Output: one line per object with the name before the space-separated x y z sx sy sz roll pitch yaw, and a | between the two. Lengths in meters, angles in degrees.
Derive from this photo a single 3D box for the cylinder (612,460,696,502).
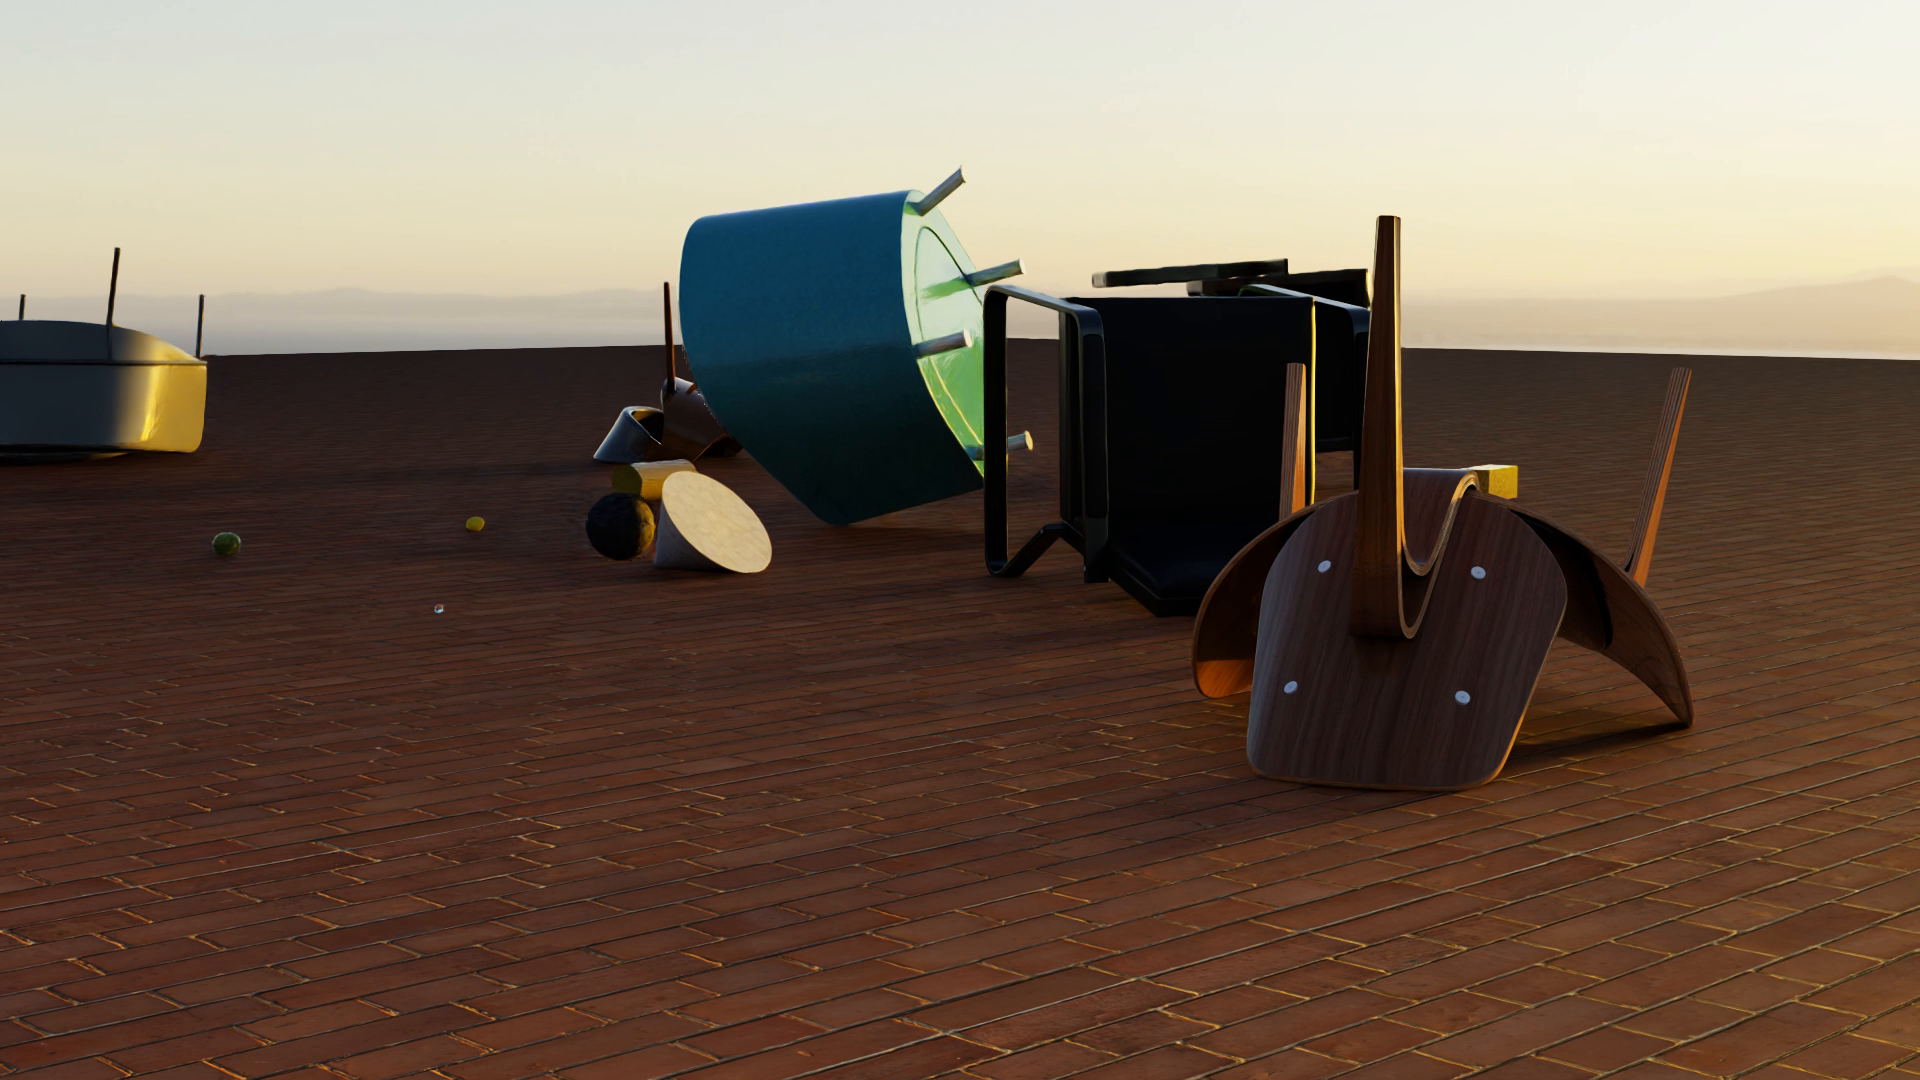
cylinder | -0.897 -0.174 7.554 0.116 0.113 0.256 20 15 31

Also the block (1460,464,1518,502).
block | 1.561 -0.168 7.579 0.093 0.094 0.205 4 7 35

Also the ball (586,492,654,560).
ball | -0.787 -0.032 5.948 0.158 0.158 0.158 0 6 0

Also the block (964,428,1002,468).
block | 0.079 -0.319 8.886 0.099 0.127 0.209 -1 6 -8

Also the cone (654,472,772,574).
cone | -0.615 0.012 5.749 0.212 0.244 0.331 -34 -41 29

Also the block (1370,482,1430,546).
block | 1.089 -0.066 6.356 0.096 0.143 0.181 -1 6 -7
